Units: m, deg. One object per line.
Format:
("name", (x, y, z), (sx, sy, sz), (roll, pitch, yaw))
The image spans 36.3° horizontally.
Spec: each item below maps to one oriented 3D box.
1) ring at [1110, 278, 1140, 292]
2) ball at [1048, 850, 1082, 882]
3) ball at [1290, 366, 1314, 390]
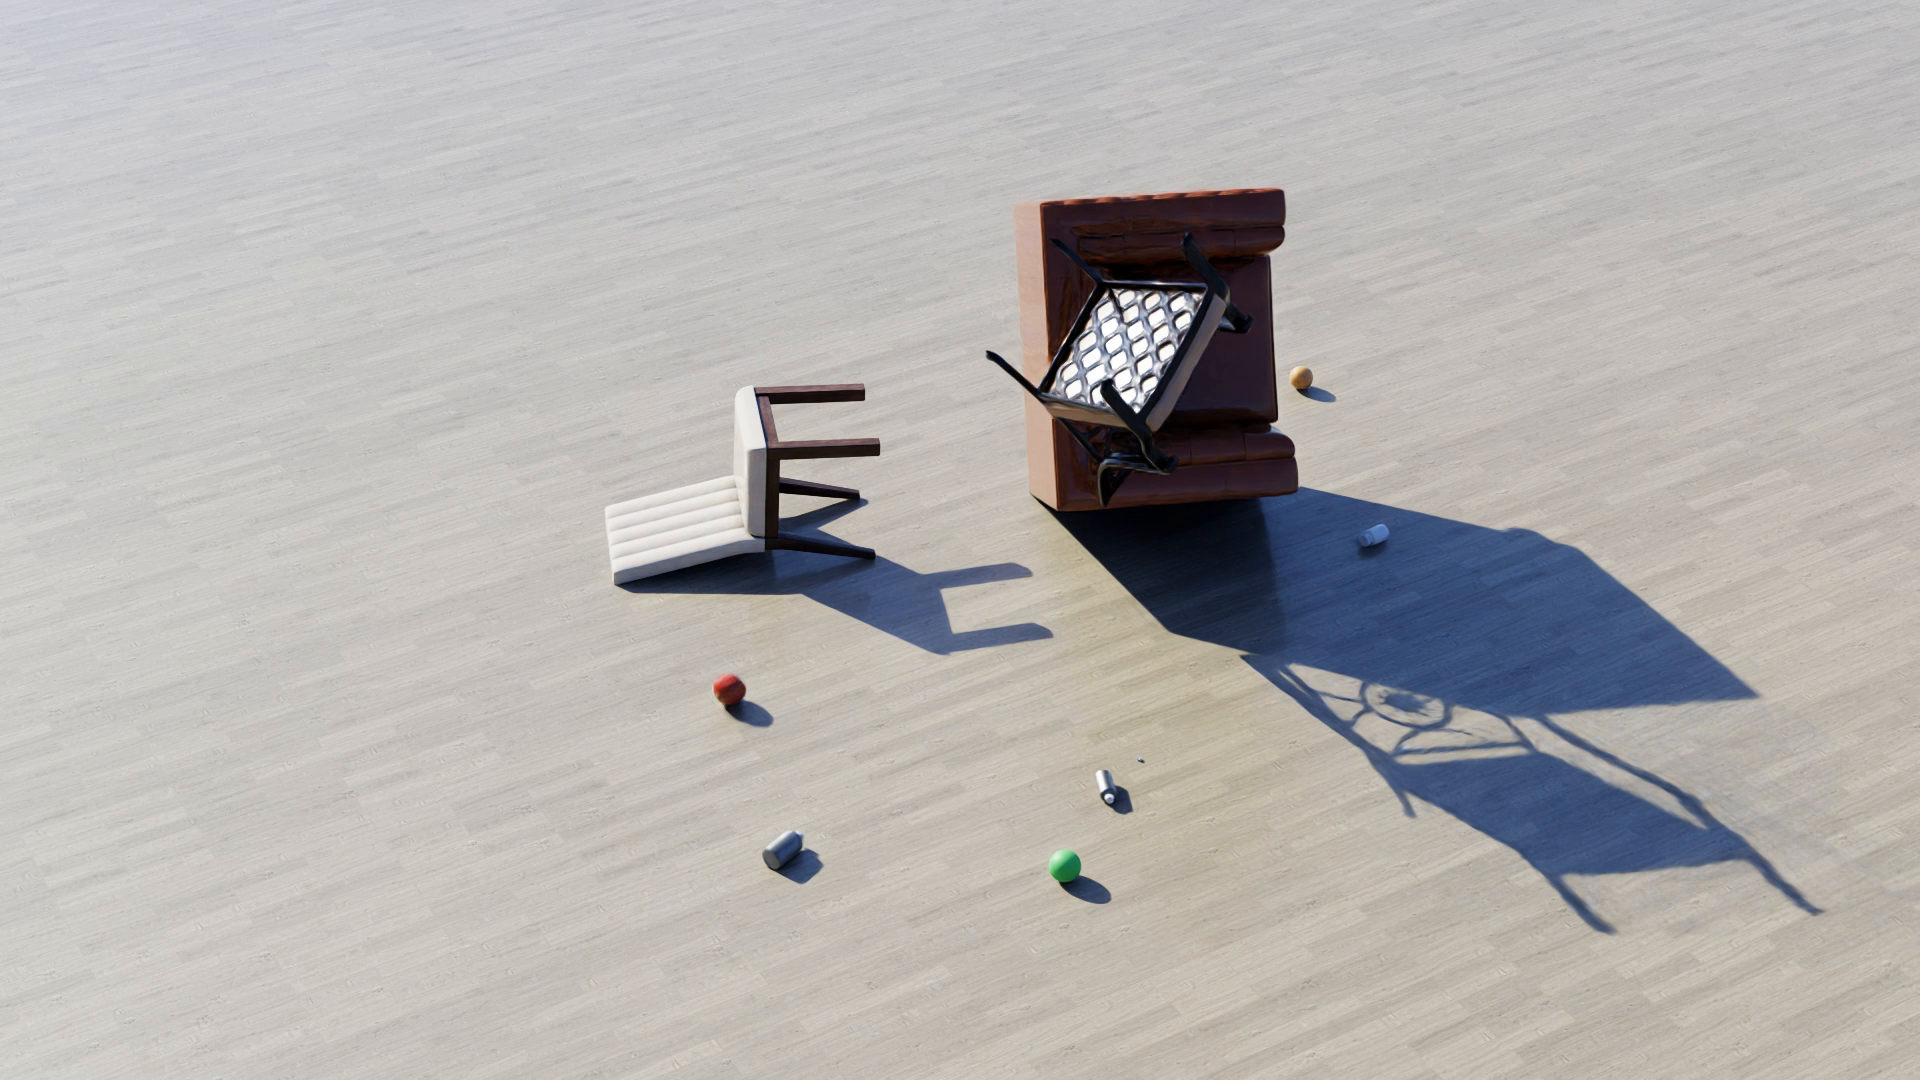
("ring", (0.707, -1.094, 12.579), (0.130, 0.029, 0.102), (19, 37, 25))
("ball", (0.332, 1.032, 9.285), (0.104, 0.104, 0.104), (0, 33, 0))
("ball", (1.380, -0.656, 11.853), (0.097, 0.097, 0.097), (0, 33, 0))
